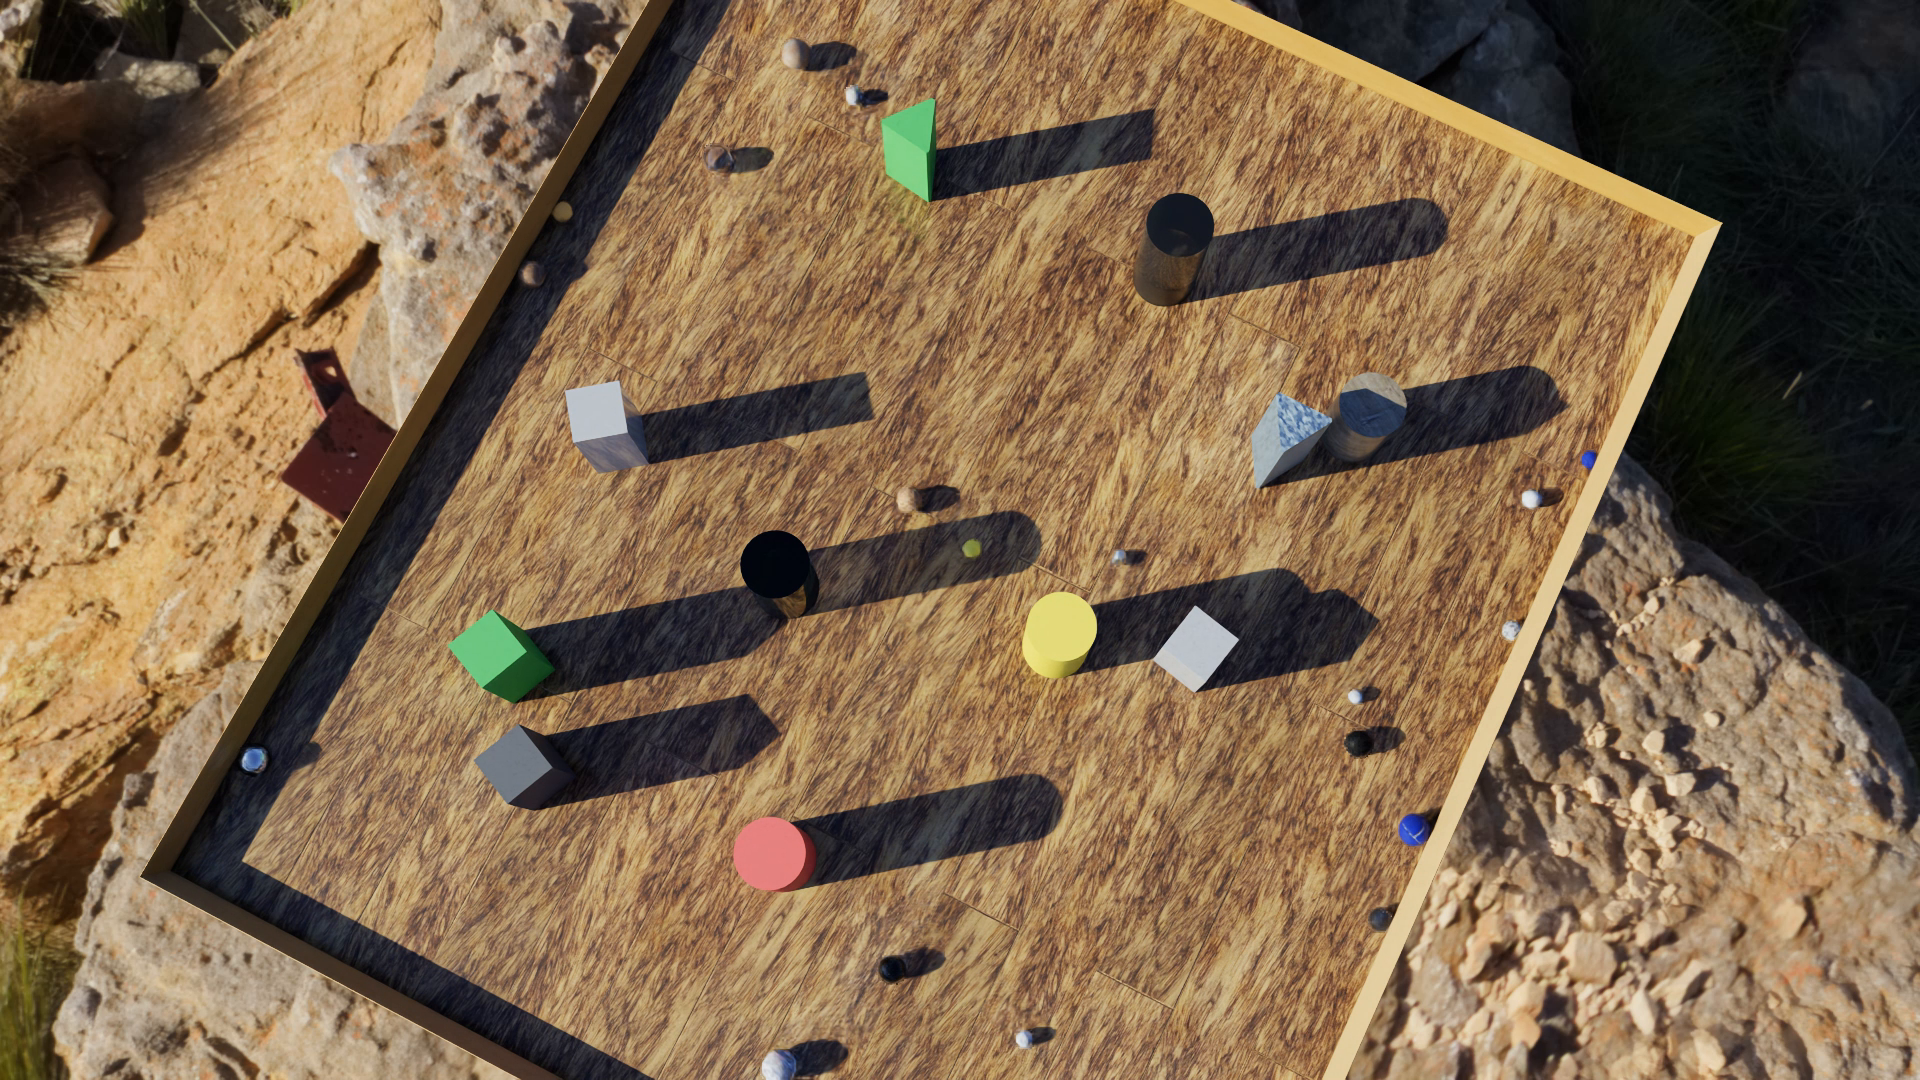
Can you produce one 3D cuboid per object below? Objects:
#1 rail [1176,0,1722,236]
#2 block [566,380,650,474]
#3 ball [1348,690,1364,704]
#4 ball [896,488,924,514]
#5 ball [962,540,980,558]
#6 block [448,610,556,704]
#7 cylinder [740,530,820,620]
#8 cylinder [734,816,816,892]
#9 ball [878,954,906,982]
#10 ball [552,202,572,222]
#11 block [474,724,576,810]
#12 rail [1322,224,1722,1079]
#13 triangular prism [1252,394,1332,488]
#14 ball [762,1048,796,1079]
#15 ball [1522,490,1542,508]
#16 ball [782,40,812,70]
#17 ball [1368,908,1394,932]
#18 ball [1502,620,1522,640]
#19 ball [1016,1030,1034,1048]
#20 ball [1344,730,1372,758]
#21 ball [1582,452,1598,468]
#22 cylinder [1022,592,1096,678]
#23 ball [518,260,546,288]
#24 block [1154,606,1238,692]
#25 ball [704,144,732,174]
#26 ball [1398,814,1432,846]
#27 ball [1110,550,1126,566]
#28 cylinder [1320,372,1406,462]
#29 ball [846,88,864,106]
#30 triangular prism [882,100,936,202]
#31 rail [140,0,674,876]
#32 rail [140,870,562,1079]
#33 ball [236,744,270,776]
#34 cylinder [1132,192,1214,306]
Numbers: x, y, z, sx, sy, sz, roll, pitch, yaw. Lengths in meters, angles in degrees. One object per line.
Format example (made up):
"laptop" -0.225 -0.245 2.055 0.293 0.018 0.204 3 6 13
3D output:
"rail" 0.863 -1.683 5.898 3.342 0.129 0.045 26 80 5
"block" -1.053 -0.334 5.492 0.159 0.380 0.159 -11 79 -2
"ball" 1.187 0.469 5.497 0.044 0.044 0.044 0 78 0
"ball" -0.153 -0.120 5.601 0.080 0.080 0.080 0 78 0
"ball" 0.036 0.027 5.582 0.056 0.056 0.056 0 78 0
"block" -1.333 0.344 5.350 0.159 0.382 0.159 -40 81 -8
"cylinder" -0.527 0.107 5.405 0.199 0.372 0.199 0 78 0
"cylinder" -0.523 0.901 5.226 0.199 0.400 0.199 0 78 0
"ball" -0.197 1.244 5.318 0.079 0.079 0.079 0 78 0
"ball" -1.258 -1.038 5.798 0.065 0.065 0.065 0 78 0
"block" -1.256 0.662 5.309 0.159 0.333 0.159 -39 81 -7
"rail" 1.473 0.728 5.399 0.045 0.129 3.905 26 80 5
"triangular prism" 0.947 -0.312 5.447 0.172 0.459 0.149 -32 80 -6
"ball" -0.519 1.510 5.253 0.099 0.099 0.099 0 78 0
"ball" 1.751 -0.126 5.612 0.059 0.059 0.059 0 78 0
"ball" -0.526 -1.559 5.890 0.097 0.097 0.097 0 78 0
"ball" 1.229 1.109 5.351 0.071 0.071 0.071 0 78 0
"ball" 1.668 0.272 5.529 0.061 0.061 0.061 0 78 0
"ball" 0.187 1.442 5.293 0.048 0.048 0.048 0 78 0
"ball" 1.184 0.606 5.451 0.079 0.079 0.079 0 78 0
"ball" 1.940 -0.246 5.641 0.053 0.053 0.053 0 78 0
"cylinder" 0.288 0.282 5.368 0.199 0.372 0.199 0 78 0
"ball" -1.343 -0.833 5.746 0.085 0.085 0.085 0 78 0
"block" 0.695 0.325 5.418 0.159 0.257 0.159 38 81 7
"ball" -0.769 -1.209 5.821 0.089 0.089 0.089 0 78 0
"ball" 1.338 0.851 5.393 0.094 0.094 0.094 0 78 0
"ball" 0.483 0.056 5.581 0.047 0.047 0.047 0 78 0
"cylinder" 1.215 -0.367 5.538 0.199 0.303 0.199 0 78 0
"ball" -0.339 -1.423 5.882 0.058 0.058 0.058 0 78 0
"triangular prism" -0.122 -1.225 5.674 0.172 0.385 0.149 35 80 7
"rail" -1.473 -0.715 5.698 0.045 0.129 3.905 26 80 5
"rail" -0.863 1.696 5.198 3.342 0.129 0.045 26 80 5
"ball" -2.095 0.653 5.433 0.095 0.095 0.095 0 78 0
"cylinder" 0.644 -0.876 5.572 0.199 0.442 0.199 0 78 0
